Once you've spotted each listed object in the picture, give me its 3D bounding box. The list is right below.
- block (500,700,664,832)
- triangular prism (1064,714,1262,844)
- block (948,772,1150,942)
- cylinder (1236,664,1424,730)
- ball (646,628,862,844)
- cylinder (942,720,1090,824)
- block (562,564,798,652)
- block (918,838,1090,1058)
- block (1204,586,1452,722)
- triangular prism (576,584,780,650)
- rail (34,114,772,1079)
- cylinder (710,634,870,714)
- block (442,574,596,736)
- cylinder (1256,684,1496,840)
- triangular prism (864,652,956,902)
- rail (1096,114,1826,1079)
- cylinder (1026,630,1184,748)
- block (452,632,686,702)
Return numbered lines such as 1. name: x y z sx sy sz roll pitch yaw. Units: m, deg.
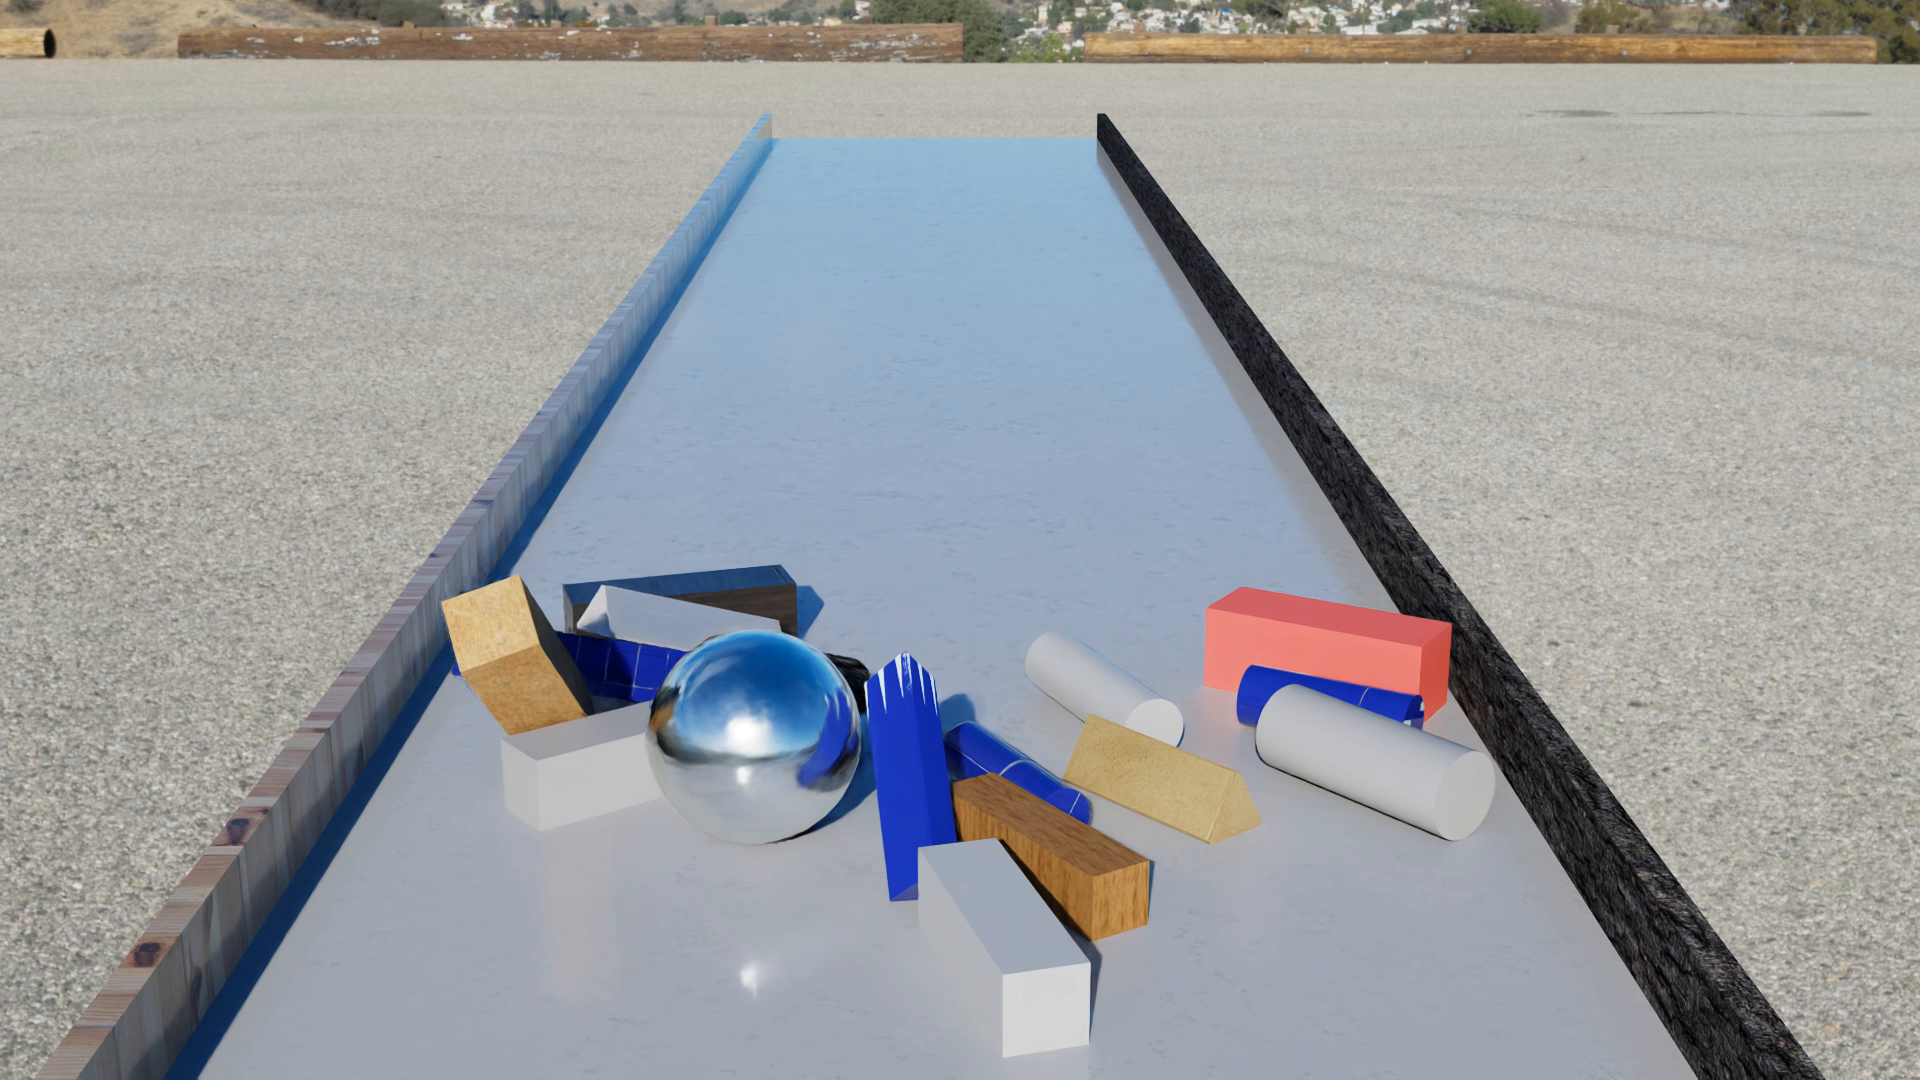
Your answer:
1. block: -0.580 0.373 3.751 0.375 0.127 0.127 -13 21 -36
2. triangular prism: 0.339 0.391 3.712 0.124 0.107 0.346 -13 21 -39
3. block: 0.124 0.485 3.411 0.105 0.105 0.407 -11 20 -32
4. cylinder: 0.670 0.308 3.990 0.316 0.115 0.115 10 19 30
5. ball: -0.332 0.316 3.556 0.346 0.346 0.346 0 17 0
6. cylinder: 0.086 0.406 3.679 0.104 0.104 0.336 -8 19 -26
7. block: -0.567 0.155 4.464 0.452 0.138 0.138 -5 17 -17
8. block: 0.055 0.567 3.107 0.122 0.122 0.416 -5 17 -16
9. block: 0.700 0.220 4.206 0.433 0.160 0.160 10 19 30
10. triangular prism: -0.520 0.164 4.221 0.103 0.089 0.444 11 -2 43
11. rail: -1.118 -0.838 7.780 0.050 0.150 12.000 0 17 -1
12. cylinder: -0.315 0.250 3.941 0.120 0.120 0.374 12 -2 35
13. block: -0.730 0.229 3.707 0.132 0.444 0.132 -20 64 -4
14. cylinder: 0.696 0.371 3.714 0.152 0.152 0.397 -13 21 -36
15. triangular prism: -0.069 0.364 3.427 0.114 0.099 0.378 -3 58 -9
16. rail: 0.932 -0.844 7.801 0.050 0.150 12.000 0 17 -1
17. cylinder: 0.261 0.284 4.060 0.121 0.121 0.407 -7 18 -22
18. block: -0.701 0.226 4.019 0.429 0.104 0.104 12 -5 -38
